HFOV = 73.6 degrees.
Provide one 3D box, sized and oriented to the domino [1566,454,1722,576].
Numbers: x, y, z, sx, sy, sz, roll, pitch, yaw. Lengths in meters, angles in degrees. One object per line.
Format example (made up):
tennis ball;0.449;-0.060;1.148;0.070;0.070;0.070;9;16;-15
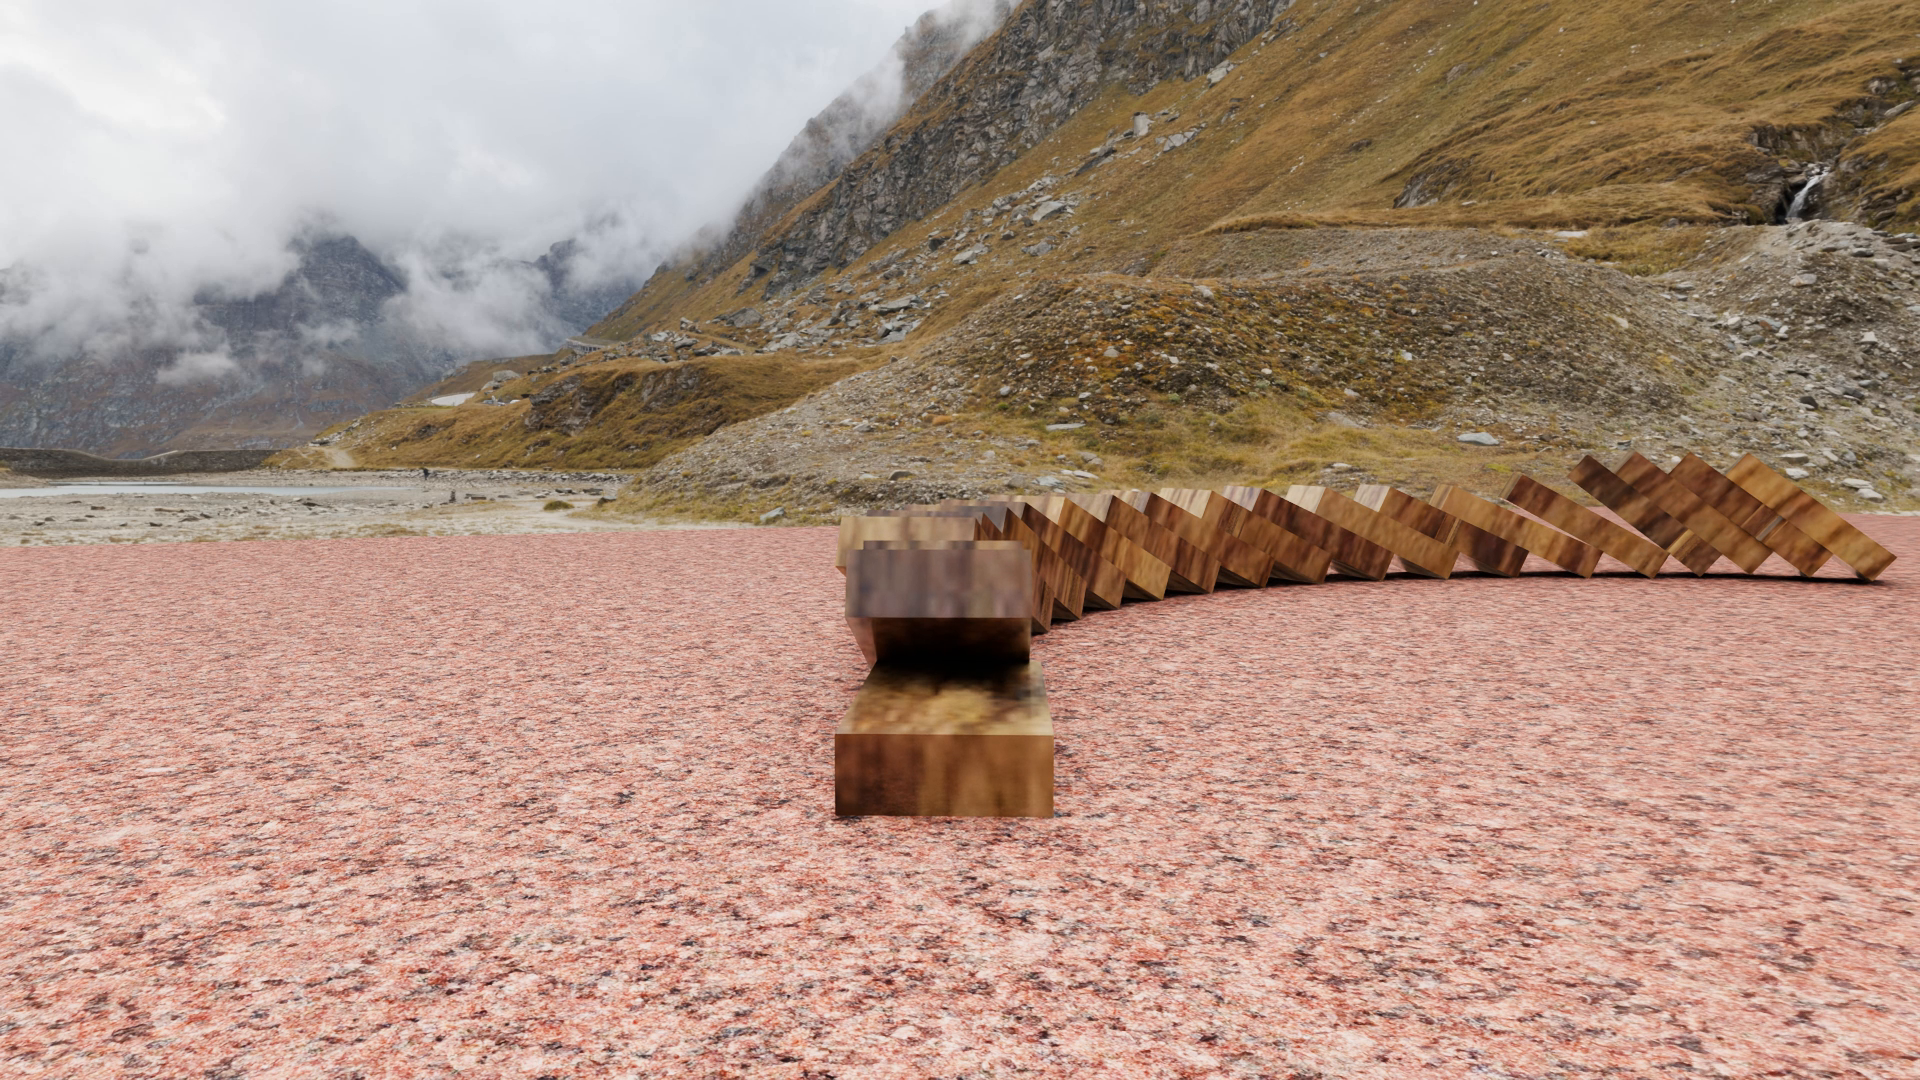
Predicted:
domino;0.224;-0.009;0.421;0.050;0.009;0.025;43;19;17

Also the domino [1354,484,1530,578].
domino;0.155;-0.003;0.416;0.050;0.010;0.025;24;2;-5

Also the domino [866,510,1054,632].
domino;0.001;0.007;0.274;0.025;0.009;0.050;2;-20;22

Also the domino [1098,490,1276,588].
domino;0.065;0.000;0.378;0.050;0.010;0.025;25;-8;-28

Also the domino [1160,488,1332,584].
domino;0.086;-0.001;0.390;0.050;0.009;0.025;25;-7;-25

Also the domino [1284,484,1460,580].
domino;0.131;-0.003;0.411;0.050;0.009;0.025;24;0;-11

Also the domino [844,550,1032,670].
domino;-0.002;0.013;0.196;0.025;0.010;0.050;0;-18;2

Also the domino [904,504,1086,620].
domino;0.009;0.006;0.297;0.025;0.009;0.050;2;-19;27

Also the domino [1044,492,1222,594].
domino;0.048;0.001;0.359;0.050;0.010;0.025;28;-15;-38

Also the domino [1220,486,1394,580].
domino;0.108;-0.002;0.404;0.050;0.009;0.025;24;-2;-15

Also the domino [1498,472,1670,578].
domino;0.203;-0.005;0.421;0.050;0.009;0.025;31;12;13

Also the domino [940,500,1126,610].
domino;0.018;0.004;0.321;0.025;0.010;0.050;3;-19;38

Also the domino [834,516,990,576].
domino;-0.004;0.009;0.250;0.025;0.010;0.050;1;-20;15

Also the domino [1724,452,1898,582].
domino;0.265;-0.008;0.403;0.050;0.010;0.025;44;19;20

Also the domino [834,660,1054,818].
domino;-0.001;0.025;0.171;0.025;0.010;0.050;0;4;2

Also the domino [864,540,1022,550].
domino;-0.002;0.012;0.223;0.025;0.010;0.050;0;-17;2

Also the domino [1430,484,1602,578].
domino;0.181;-0.003;0.421;0.050;0.010;0.025;25;8;8

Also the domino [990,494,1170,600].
domino;0.031;0.002;0.341;0.025;0.009;0.050;4;-19;44

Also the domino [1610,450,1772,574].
domino;0.237;-0.010;0.419;0.050;0.009;0.025;42;18;15

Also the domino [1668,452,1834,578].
domino;0.252;-0.008;0.411;0.050;0.010;0.025;44;19;21
